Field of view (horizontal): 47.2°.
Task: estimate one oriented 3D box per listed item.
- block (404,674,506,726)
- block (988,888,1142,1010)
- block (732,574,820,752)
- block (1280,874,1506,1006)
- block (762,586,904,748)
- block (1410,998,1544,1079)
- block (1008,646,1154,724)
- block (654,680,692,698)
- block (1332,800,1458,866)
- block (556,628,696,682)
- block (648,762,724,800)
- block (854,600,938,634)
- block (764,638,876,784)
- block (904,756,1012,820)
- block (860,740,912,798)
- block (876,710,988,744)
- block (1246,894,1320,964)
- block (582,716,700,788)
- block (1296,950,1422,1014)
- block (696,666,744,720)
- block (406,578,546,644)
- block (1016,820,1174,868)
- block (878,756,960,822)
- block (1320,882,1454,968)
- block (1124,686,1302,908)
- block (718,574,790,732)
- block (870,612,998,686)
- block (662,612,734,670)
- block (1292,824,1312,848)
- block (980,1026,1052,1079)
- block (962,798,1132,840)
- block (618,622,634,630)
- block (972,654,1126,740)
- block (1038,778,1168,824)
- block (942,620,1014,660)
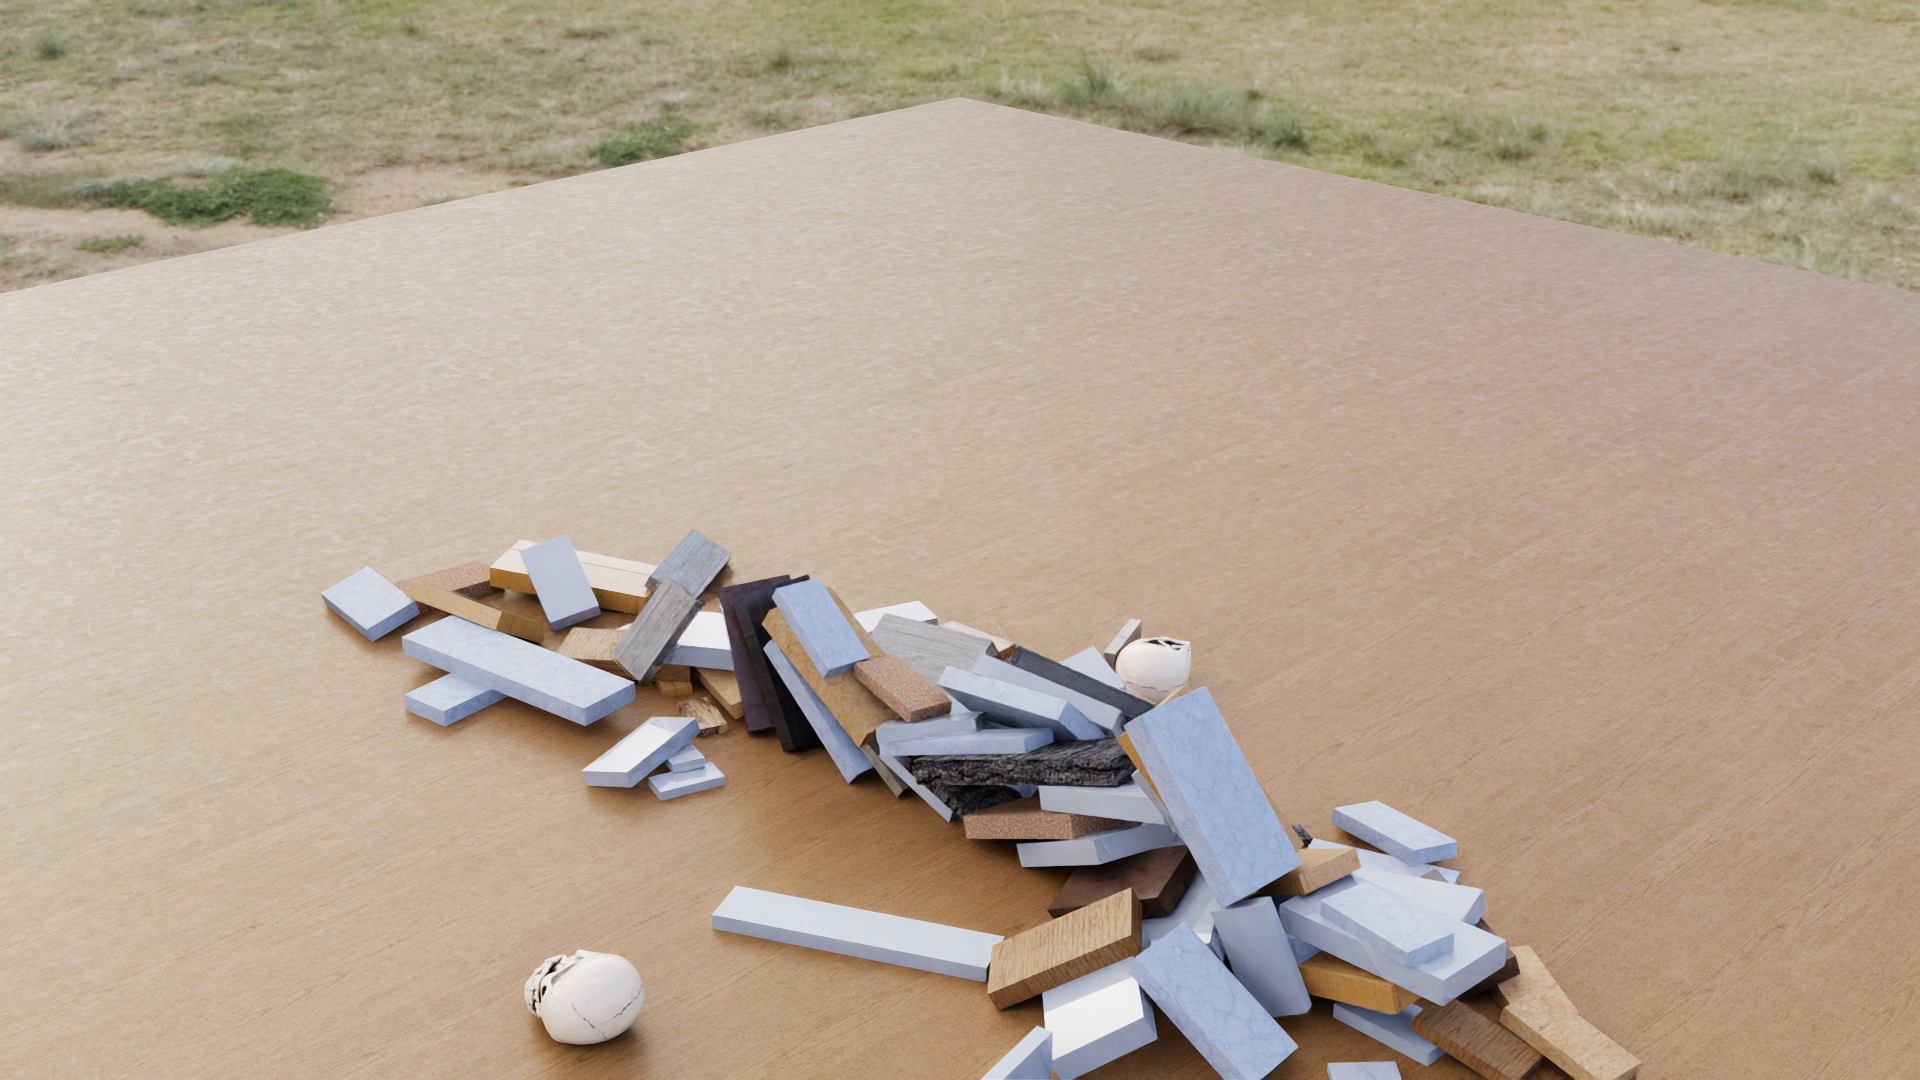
[{"bbox_3d":[-1.096,0.333,4.927,0.132,0.037,0.264,17,28,34],"label":"block"},{"bbox_3d":[0.184,0.715,3.844,0.281,0.040,0.140,-26,21,16],"label":"block"},{"bbox_3d":[-0.353,0.263,4.730,0.172,0.344,0.049,-18,-2,-36],"label":"block"},{"bbox_3d":[0.733,0.672,3.743,0.172,0.049,0.345,-20,27,-38],"label":"block"},{"bbox_3d":[-0.243,0.262,4.608,0.172,0.049,0.344,-23,64,-41],"label":"block"},{"bbox_3d":[0.867,0.842,3.690,0.196,0.028,0.098,30,36,30],"label":"block"},{"bbox_3d":[0.247,0.310,4.435,0.299,0.042,0.149,23,-15,13],"label":"block"},{"bbox_3d":[-0.657,0.317,4.991,0.066,0.019,0.132,-9,25,-20],"label":"block"},{"bbox_3d":[0.852,0.574,4.318,0.116,0.033,0.232,-5,17,-32],"label":"block"},{"bbox_3d":[-0.754,0.262,5.037,0.316,0.045,0.158,3,23,7],"label":"block"},{"bbox_3d":[-0.567,0.500,4.558,0.141,0.020,0.071,-12,26,-26],"label":"block"},{"bbox_3d":[-0.175,0.199,5.252,0.219,0.031,0.109,-11,25,-23],"label":"block"},{"bbox_3d":[-0.252,0.332,4.644,0.172,0.049,0.344,-21,72,-41],"label":"block"},{"bbox_3d":[0.000,0.495,4.450,0.212,0.030,0.106,39,41,26],"label":"block"},{"bbox_3d":[-0.148,0.427,4.570,0.106,0.030,0.212,-22,65,-41],"label":"block"},{"bbox_3d":[-0.057,0.377,4.442,0.206,0.029,0.103,-7,3,13],"label":"block"},{"bbox_3d":[0.526,0.682,3.977,0.172,0.049,0.345,-21,16,-40],"label":"block"},{"bbox_3d":[-0.668,0.443,4.618,0.122,0.035,0.245,-2,22,32],"label":"block"},{"bbox_3d":[0.671,0.737,3.829,0.172,0.049,0.345,-20,14,-38],"label":"block"},{"bbox_3d":[-0.491,0.317,4.909,0.124,0.035,0.248,-22,25,-17],"label":"block"},{"bbox_3d":[-1.147,0.167,5.210,0.316,0.045,0.158,16,-4,34],"label":"block"},{"bbox_3d":[0.252,0.573,4.156,0.162,0.046,0.324,-12,-3,-26],"label":"block"},{"bbox_3d":[-0.055,0.481,4.496,0.106,0.030,0.212,-23,52,-42],"label":"block"},{"bbox_3d":[0.717,0.646,3.702,0.105,0.030,0.211,-15,24,-30],"label":"block"},{"bbox_3d":[0.439,0.443,3.816,0.176,0.353,0.050,-19,-13,-42],"label":"block"},{"bbox_3d":[-0.417,0.246,4.785,0.158,0.316,0.045,-11,-6,-12],"label":"block"},{"bbox_3d":[-0.080,0.266,4.967,0.305,0.043,0.153,13,57,34],"label":"block"},{"bbox_3d":[-0.486,0.233,4.962,0.356,0.050,0.178,5,24,18],"label":"block"},{"bbox_3d":[0.632,0.591,4.347,0.113,0.016,0.057,-7,24,-15],"label":"block"},{"bbox_3d":[0.081,0.884,3.541,0.030,0.106,0.212,14,27,31],"label":"block"},{"bbox_3d":[0.171,0.537,4.255,0.162,0.046,0.324,-11,1,-38],"label":"block"},{"bbox_3d":[-0.801,0.234,5.186,0.066,0.019,0.132,19,30,37],"label":"block"},{"bbox_3d":[0.185,0.326,4.427,0.310,0.044,0.155,21,-15,19],"label":"block"},{"bbox_3d":[0.316,0.472,4.076,0.162,0.046,0.324,-11,7,-40],"label":"block"},{"bbox_3d":[0.022,0.239,5.052,0.191,0.027,0.095,18,29,37],"label":"block"}]
